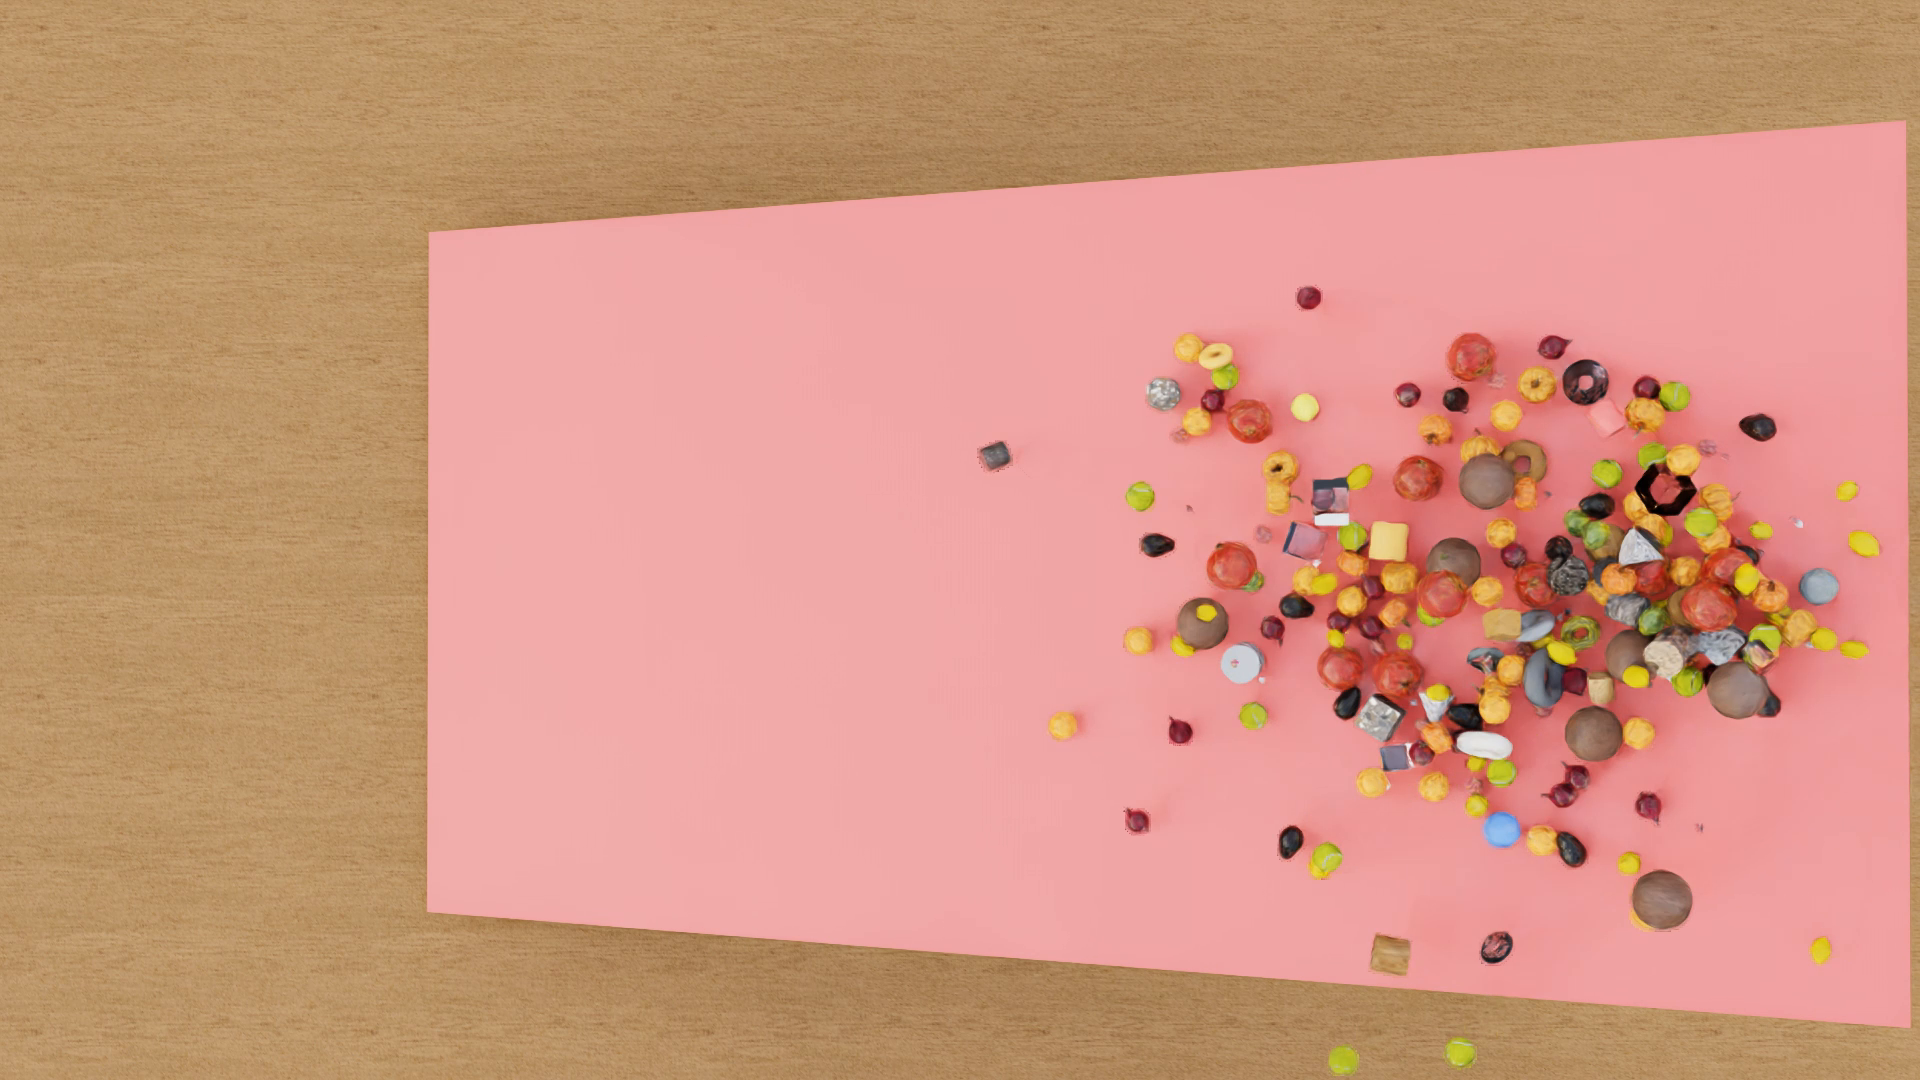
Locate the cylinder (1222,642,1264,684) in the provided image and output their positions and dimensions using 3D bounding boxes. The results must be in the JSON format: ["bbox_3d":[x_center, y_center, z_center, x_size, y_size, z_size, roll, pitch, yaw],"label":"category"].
[{"bbox_3d":[0.694,0.300,5.392,0.094,0.094,0.094,1,92,14],"label":"cylinder"}]

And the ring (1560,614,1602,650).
[{"bbox_3d":[1.437,0.215,5.090,0.093,0.031,0.093,1,119,1],"label":"ring"}]

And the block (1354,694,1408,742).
[{"bbox_3d":[1.010,0.427,5.278,0.082,0.082,0.082,34,102,21],"label":"block"}]

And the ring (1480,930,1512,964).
[{"bbox_3d":[1.253,0.951,5.137,0.029,0.086,0.086,43,89,-21],"label":"ring"}]

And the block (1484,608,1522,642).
[{"bbox_3d":[1.252,0.196,5.074,0.060,0.060,0.060,9,73,-20],"label":"block"}]

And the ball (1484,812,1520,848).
[{"bbox_3d":[1.271,0.680,5.157,0.085,0.085,0.085,0,89,0],"label":"ball"}]

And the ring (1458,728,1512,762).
[{"bbox_3d":[1.223,0.478,5.125,0.129,0.129,0.043,21,64,0],"label":"ring"}]

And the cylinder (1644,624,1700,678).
[{"bbox_3d":[1.592,0.248,4.920,0.090,0.090,0.090,-29,89,-43],"label":"cylinder"}]

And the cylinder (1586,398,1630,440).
[{"bbox_3d":[1.472,-0.274,4.995,0.069,0.069,0.069,-30,78,0],"label":"cylinder"}]

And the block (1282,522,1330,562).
[{"bbox_3d":[0.843,0.005,5.359,0.078,0.078,0.078,21,98,23],"label":"block"}]

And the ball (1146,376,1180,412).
[{"bbox_3d":[0.509,-0.366,5.508,0.086,0.086,0.086,0,89,0],"label":"ball"}]

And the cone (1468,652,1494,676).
[{"bbox_3d":[1.207,0.287,5.132,0.055,0.055,0.055,2,89,38],"label":"cone"}]

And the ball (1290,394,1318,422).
[{"bbox_3d":[0.842,-0.323,5.370,0.067,0.067,0.067,0,89,0],"label":"ball"}]

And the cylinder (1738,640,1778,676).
[{"bbox_3d":[1.741,0.257,4.796,0.058,0.058,0.058,-31,53,0],"label":"cylinder"}]

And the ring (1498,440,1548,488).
[{"bbox_3d":[1.323,-0.178,5.171,0.116,0.039,0.116,0,90,25],"label":"ring"}]

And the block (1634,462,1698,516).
[{"bbox_3d":[1.601,-0.115,4.990,0.082,0.082,0.082,3,45,-23],"label":"block"}]

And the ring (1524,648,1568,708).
[{"bbox_3d":[1.357,0.320,5.098,0.141,0.047,0.141,-4,96,-41],"label":"ring"}]

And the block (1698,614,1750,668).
[{"bbox_3d":[1.714,0.227,4.954,0.083,0.083,0.083,44,110,17],"label":"block"}]

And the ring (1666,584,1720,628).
[{"bbox_3d":[1.653,0.150,4.962,0.117,0.117,0.039,-33,130,0],"label":"ring"}]

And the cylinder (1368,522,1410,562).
[{"bbox_3d":[1.028,0.003,5.272,0.087,0.087,0.087,5,92,0],"label":"cylinder"}]

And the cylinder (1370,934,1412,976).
[{"bbox_3d":[1.010,0.974,5.159,0.084,0.084,0.084,10,89,9],"label":"cylinder"}]

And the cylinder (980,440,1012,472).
[{"bbox_3d":[0.091,-0.216,5.678,0.063,0.063,0.063,-21,89,-9],"label":"cylinder"}]

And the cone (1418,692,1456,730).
[{"bbox_3d":[1.129,0.411,5.222,0.088,0.088,0.088,4,91,0],"label":"cone"}]

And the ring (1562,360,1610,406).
[{"bbox_3d":[1.455,-0.366,5.113,0.109,0.036,0.109,-4,82,28],"label":"ring"}]

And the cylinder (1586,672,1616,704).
[{"bbox_3d":[1.477,0.339,5.062,0.058,0.058,0.058,-12,103,0],"label":"cylinder"}]

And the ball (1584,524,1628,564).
[{"bbox_3d":[1.490,0.012,5.060,0.100,0.100,0.100,0,89,0],"label":"ball"}]

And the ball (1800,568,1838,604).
[{"bbox_3d":[1.907,0.103,4.883,0.082,0.082,0.082,0,89,0],"label":"ball"}]

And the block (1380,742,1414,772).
[{"bbox_3d":[1.047,0.521,5.272,0.061,0.061,0.061,-11,85,23],"label":"block"}]

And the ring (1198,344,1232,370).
[{"bbox_3d":[0.632,-0.455,5.437,0.088,0.088,0.029,-23,125,0],"label":"ring"}]

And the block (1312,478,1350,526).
[{"bbox_3d":[0.881,-0.090,5.222,0.083,0.083,0.083,-3,64,9],"label":"block"}]

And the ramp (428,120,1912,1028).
[{"bbox_3d":[0.283,0.083,5.705,4.000,0.100,2.000,0,89,24],"label":"ramp"}]

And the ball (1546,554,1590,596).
[{"bbox_3d":[1.388,0.082,5.024,0.095,0.095,0.095,0,89,0],"label":"ball"}]

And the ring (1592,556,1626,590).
[{"bbox_3d":[1.479,0.075,5.013,0.075,0.025,0.075,1,92,21],"label":"ring"}]

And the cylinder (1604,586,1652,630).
[{"bbox_3d":[1.524,0.155,5.015,0.074,0.074,0.074,26,89,37],"label":"cylinder"}]
